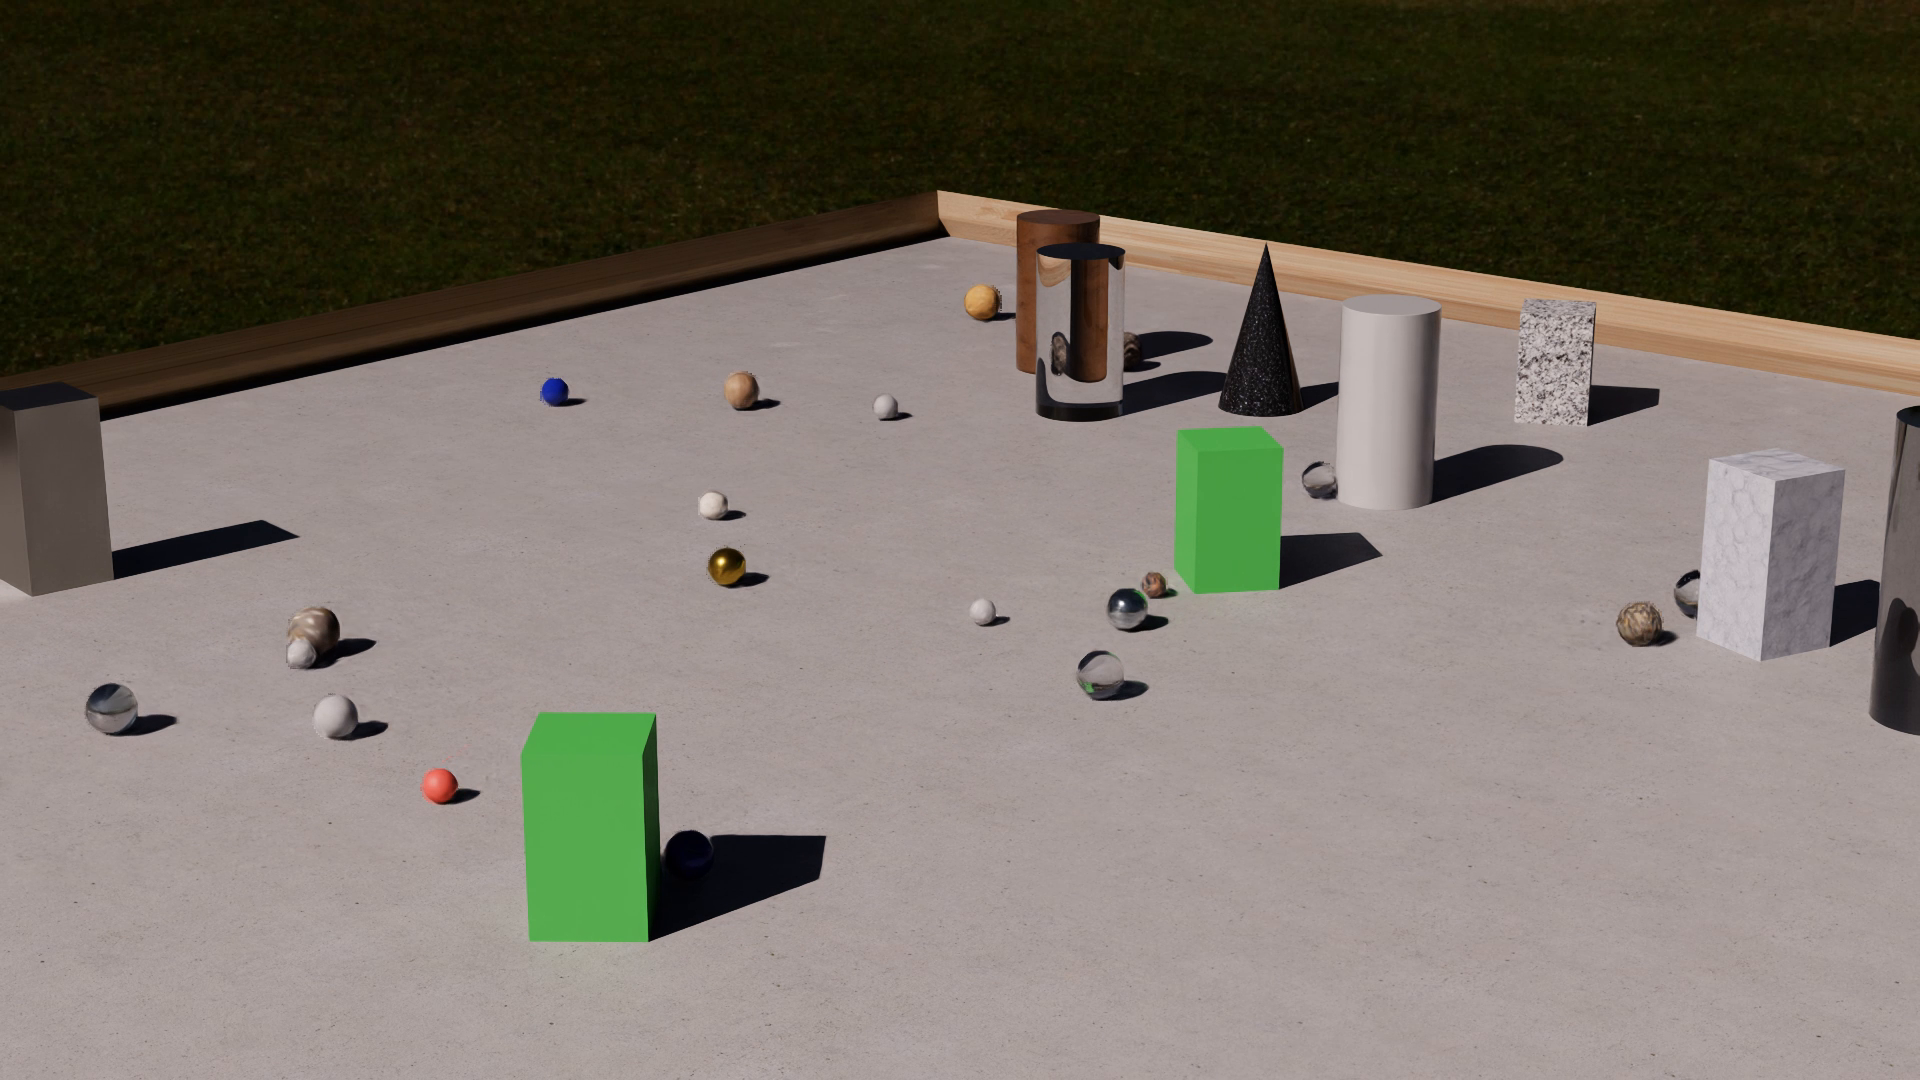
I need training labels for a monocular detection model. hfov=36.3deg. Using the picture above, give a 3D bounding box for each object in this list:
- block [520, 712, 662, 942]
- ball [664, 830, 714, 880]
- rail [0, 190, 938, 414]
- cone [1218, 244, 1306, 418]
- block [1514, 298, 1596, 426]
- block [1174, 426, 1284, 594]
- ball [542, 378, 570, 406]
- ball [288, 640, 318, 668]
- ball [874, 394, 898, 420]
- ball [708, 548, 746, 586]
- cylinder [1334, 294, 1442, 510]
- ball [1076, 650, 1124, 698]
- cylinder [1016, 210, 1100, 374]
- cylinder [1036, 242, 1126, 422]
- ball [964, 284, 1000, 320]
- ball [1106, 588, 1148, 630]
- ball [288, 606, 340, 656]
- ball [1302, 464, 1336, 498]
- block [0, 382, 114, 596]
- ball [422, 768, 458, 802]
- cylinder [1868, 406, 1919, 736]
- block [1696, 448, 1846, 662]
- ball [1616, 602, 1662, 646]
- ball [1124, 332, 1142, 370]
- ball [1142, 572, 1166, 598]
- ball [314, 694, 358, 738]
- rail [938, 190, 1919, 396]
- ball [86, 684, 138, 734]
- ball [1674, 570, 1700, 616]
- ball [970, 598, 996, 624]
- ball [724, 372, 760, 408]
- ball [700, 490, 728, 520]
[{"bbox_3d":[-0.473,0.369,3.778,0.152,0.255,0.152,0,17,1],"label":"block"},{"bbox_3d":[-0.359,0.418,3.884,0.067,0.067,0.067,0,17,0],"label":"ball"},{"bbox_3d":[-1.660,-0.386,6.500,0.045,0.123,4.923,14,22,39],"label":"rail"},{"bbox_3d":[0.659,-0.467,6.355,0.190,0.366,0.190,0,17,0],"label":"cone"},{"bbox_3d":[1.278,-0.382,6.292,0.152,0.239,0.152,4,17,13],"label":"block"},{"bbox_3d":[0.473,-0.054,5.173,0.152,0.258,0.152,-3,17,-9],"label":"block"},{"bbox_3d":[-0.885,-0.324,6.407,0.061,0.061,0.061,0,17,0],"label":"ball"},{"bbox_3d":[-1.065,0.185,4.747,0.048,0.048,0.048,0,17,0],"label":"ball"},{"bbox_3d":[-0.159,-0.285,6.290,0.053,0.053,0.053,0,17,0],"label":"ball"},{"bbox_3d":[-0.410,0.047,5.167,0.068,0.068,0.068,0,17,0],"label":"ball"},{"bbox_3d":[0.826,-0.267,5.663,0.190,0.383,0.190,0,17,0],"label":"cylinder"},{"bbox_3d":[0.221,0.211,4.608,0.076,0.076,0.076,0,17,0],"label":"ball"},{"bbox_3d":[0.224,-0.567,6.713,0.190,0.350,0.190,0,17,0],"label":"cylinder"},{"bbox_3d":[0.259,-0.448,6.315,0.190,0.352,0.190,0,17,0],"label":"cylinder"},{"bbox_3d":[0.054,-0.586,7.228,0.088,0.088,0.088,0,17,0],"label":"ball"},{"bbox_3d":[0.282,0.116,4.934,0.071,0.071,0.071,0,17,0],"label":"ball"},{"bbox_3d":[-1.057,0.149,4.802,0.083,0.083,0.083,0,17,0],"label":"ball"},{"bbox_3d":[0.697,-0.117,5.703,0.066,0.066,0.066,0,17,0],"label":"ball"},{"bbox_3d":[-1.609,-0.092,5.165,0.152,0.334,0.152,-14,22,-38],"label":"block"},{"bbox_3d":[-0.743,0.351,4.192,0.049,0.049,0.049,0,17,0],"label":"ball"},{"bbox_3d":[1.503,0.047,4.466,0.190,0.474,0.190,0,17,0],"label":"cylinder"},{"bbox_3d":[1.335,0.022,4.837,0.152,0.306,0.152,-9,19,-27],"label":"block"},{"bbox_3d":[1.125,0.138,4.858,0.072,0.072,0.072,0,17,0],"label":"ball"},{"bbox_3d":[0.375,-0.433,6.722,0.088,0.088,0.088,0,17,0],"label":"ball"},{"bbox_3d":[0.338,0.078,5.105,0.044,0.044,0.044,0,17,0],"label":"ball"},{"bbox_3d":[-0.945,0.267,4.441,0.066,0.066,0.066,0,17,0],"label":"ball"},{"bbox_3d":[1.598,-0.501,6.883,4.443,0.123,0.045,14,22,39],"label":"rail"},{"bbox_3d":[-1.289,0.257,4.456,0.078,0.078,0.078,0,17,0],"label":"ball"},{"bbox_3d":[1.258,0.092,5.000,0.079,0.079,0.079,0,17,0],"label":"ball"},{"bbox_3d":[0.039,0.121,4.962,0.045,0.045,0.045,0,17,0],"label":"ball"},{"bbox_3d":[-0.476,-0.324,6.378,0.078,0.078,0.078,0,17,0],"label":"ball"},{"bbox_3d":[-0.467,-0.065,5.561,0.055,0.055,0.055,0,17,0],"label":"ball"}]
